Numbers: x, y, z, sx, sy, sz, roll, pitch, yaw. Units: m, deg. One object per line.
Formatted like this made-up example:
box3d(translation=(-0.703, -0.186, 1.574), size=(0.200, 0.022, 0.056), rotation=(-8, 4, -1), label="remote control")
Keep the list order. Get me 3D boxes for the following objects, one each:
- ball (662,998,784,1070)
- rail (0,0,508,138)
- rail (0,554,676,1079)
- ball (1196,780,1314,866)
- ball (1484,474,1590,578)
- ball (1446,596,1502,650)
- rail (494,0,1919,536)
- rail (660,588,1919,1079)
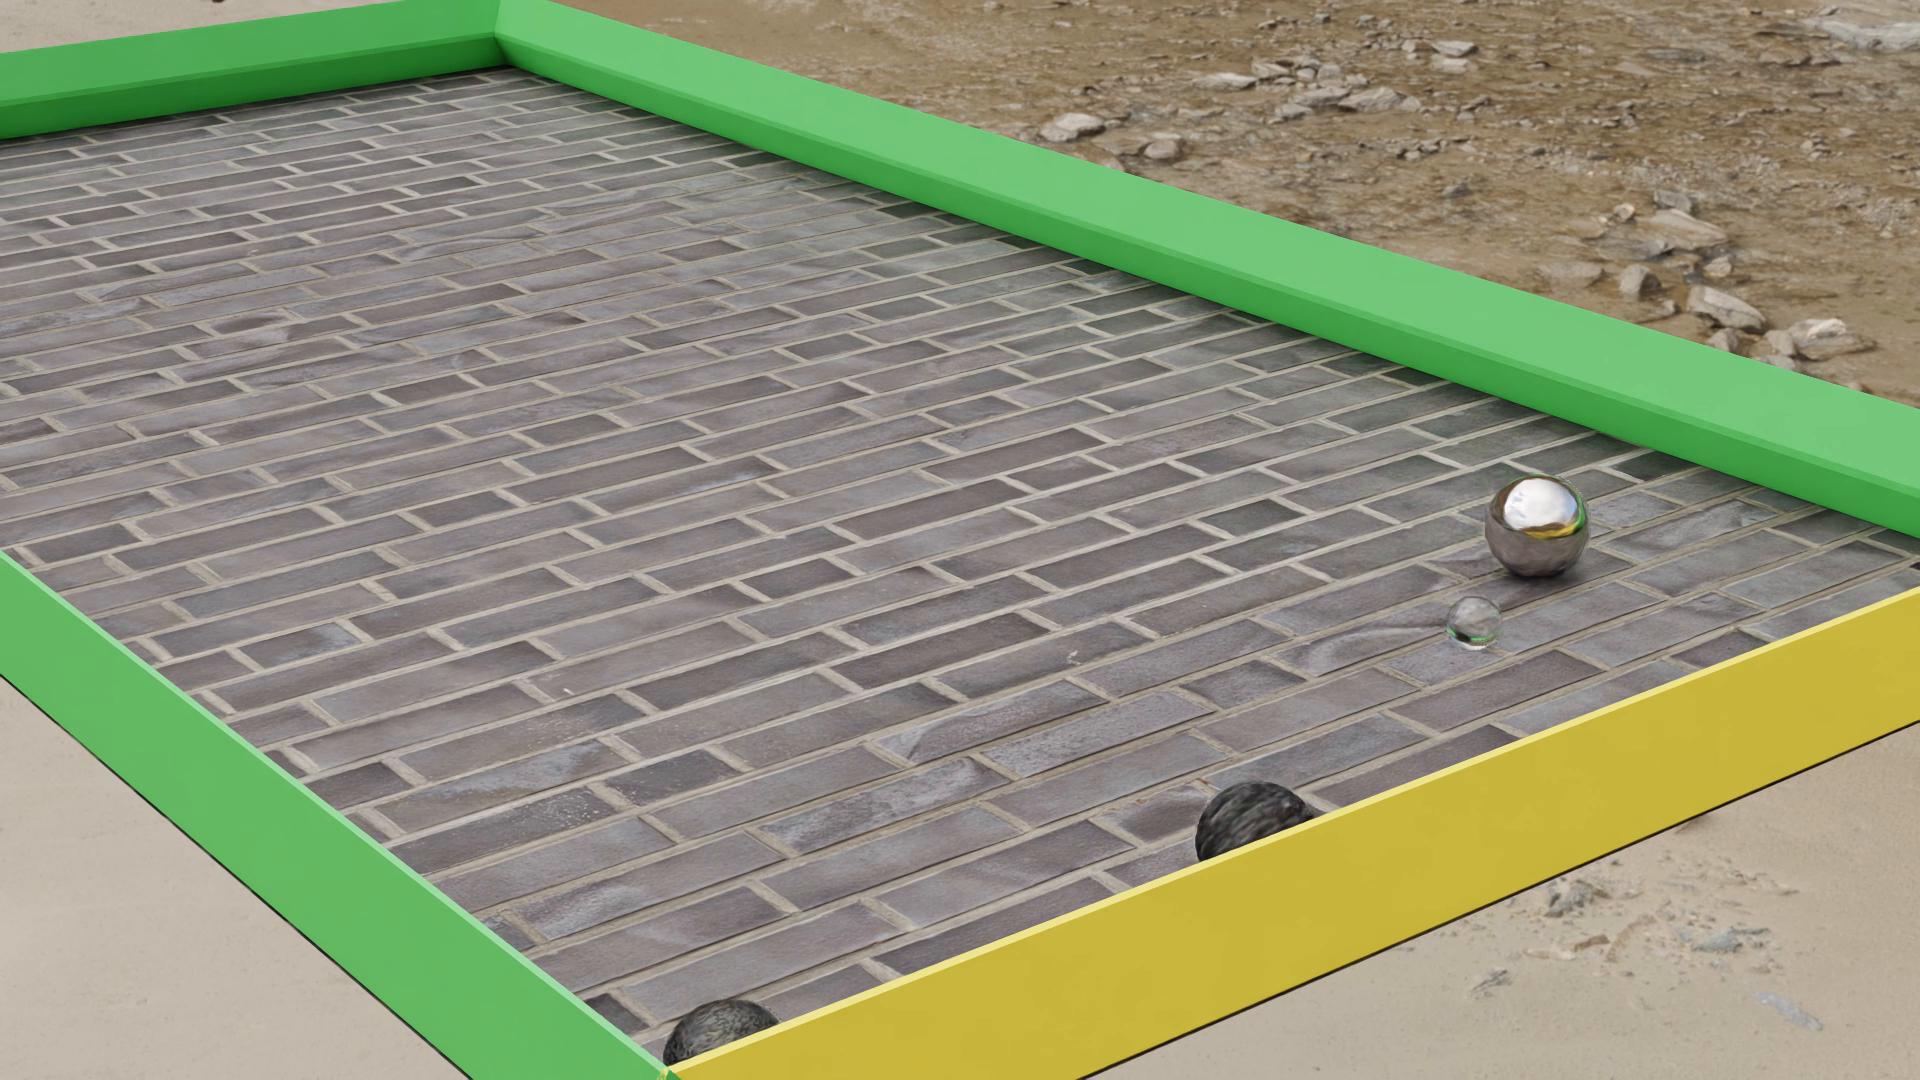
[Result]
box3d(translation=(-0.136, 0.312, 1.739), size=(0.081, 0.081, 0.081), rotation=(0, 21, 0), label="ball")
box3d(translation=(-1.269, -0.617, 4.070), size=(1.485, 0.117, 0.045), rotation=(-16, 26, -35), label="rail")
box3d(translation=(-0.996, -0.063, 2.651), size=(0.045, 0.117, 2.790), rotation=(-16, 26, -35), label="rail")
box3d(translation=(0.203, 0.206, 2.007), size=(0.084, 0.084, 0.084), rotation=(0, 21, 0), label="ball")
box3d(translation=(0.502, -0.012, 2.559), size=(0.090, 0.090, 0.090), rotation=(0, 21, 0), label="ball")
box3d(translation=(0.422, 0.068, 2.415), size=(0.045, 0.045, 0.045), rotation=(0, 21, 0), label="ball")
box3d(translation=(0.140, -0.384, 3.472), size=(0.045, 0.117, 2.790), rotation=(-16, 26, -35), label="rail")
box3d(translation=(0.413, 0.170, 2.052), size=(1.485, 0.117, 0.045), rotation=(-16, 26, -35), label="rail")
